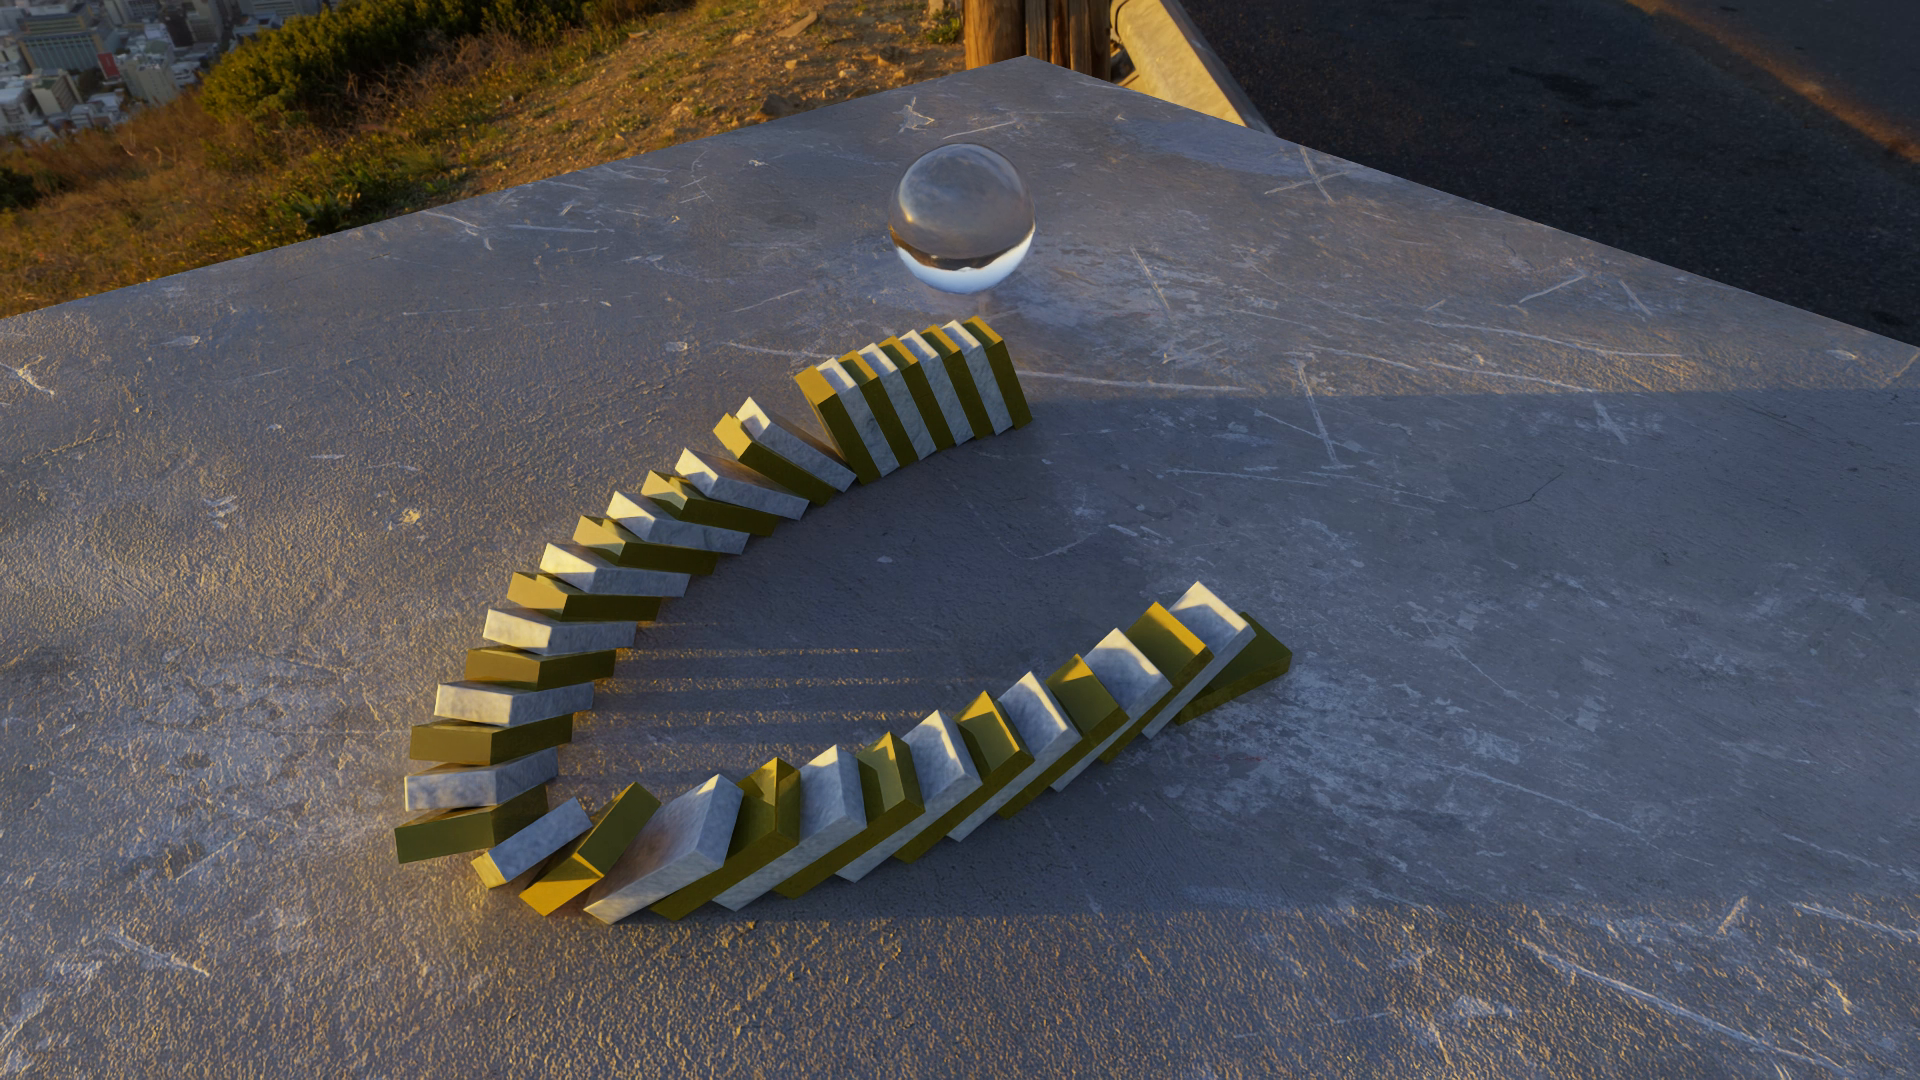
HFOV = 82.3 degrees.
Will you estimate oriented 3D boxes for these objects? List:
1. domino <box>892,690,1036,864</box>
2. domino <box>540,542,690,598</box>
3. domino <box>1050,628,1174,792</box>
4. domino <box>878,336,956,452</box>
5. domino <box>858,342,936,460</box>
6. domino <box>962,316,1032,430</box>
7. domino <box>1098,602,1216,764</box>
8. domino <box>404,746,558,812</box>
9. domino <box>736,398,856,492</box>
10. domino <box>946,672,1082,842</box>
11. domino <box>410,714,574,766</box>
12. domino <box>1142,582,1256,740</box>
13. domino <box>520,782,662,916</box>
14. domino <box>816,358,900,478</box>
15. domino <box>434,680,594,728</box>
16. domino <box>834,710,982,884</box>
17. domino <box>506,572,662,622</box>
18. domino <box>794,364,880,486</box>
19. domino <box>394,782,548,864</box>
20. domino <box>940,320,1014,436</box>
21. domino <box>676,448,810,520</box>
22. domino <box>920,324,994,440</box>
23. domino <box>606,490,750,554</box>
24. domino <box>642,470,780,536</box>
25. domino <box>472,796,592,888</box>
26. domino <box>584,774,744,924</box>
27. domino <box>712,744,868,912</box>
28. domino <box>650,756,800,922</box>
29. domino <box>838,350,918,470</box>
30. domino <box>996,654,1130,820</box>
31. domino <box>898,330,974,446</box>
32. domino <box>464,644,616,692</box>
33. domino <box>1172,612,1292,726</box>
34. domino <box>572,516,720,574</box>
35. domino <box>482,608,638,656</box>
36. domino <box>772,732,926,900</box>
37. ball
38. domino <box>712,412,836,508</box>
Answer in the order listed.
[{"bbox_3d":[-0.004,0.072,0.334,0.050,0.010,0.025,-41,44,7],"label":"domino"},{"bbox_3d":[-0.126,0.012,0.406,0.025,0.009,0.050,22,5,25],"label":"domino"},{"bbox_3d":[0.042,0.055,0.357,0.050,0.010,0.025,-43,48,1],"label":"domino"},{"bbox_3d":[-0.019,-0.065,0.490,0.009,0.050,0.025,-33,46,-6],"label":"domino"},{"bbox_3d":[-0.028,-0.061,0.485,0.009,0.050,0.025,-33,46,-6],"label":"domino"},{"bbox_3d":[0.017,-0.076,0.504,0.009,0.050,0.025,-33,46,-6],"label":"domino"},{"bbox_3d":[0.057,0.047,0.365,0.050,0.010,0.025,-45,48,0],"label":"domino"},{"bbox_3d":[-0.142,0.071,0.331,0.025,0.010,0.050,-4,-3,-1],"label":"domino"},{"bbox_3d":[-0.069,-0.040,0.464,0.010,0.050,0.025,-52,43,7],"label":"domino"},{"bbox_3d":[0.011,0.067,0.340,0.050,0.010,0.025,-41,45,7],"label":"domino"},{"bbox_3d":[-0.145,0.061,0.344,0.025,0.010,0.050,3,-2,7],"label":"domino"},{"bbox_3d":[0.073,0.040,0.372,0.050,0.010,0.025,-45,48,1],"label":"domino"},{"bbox_3d":[-0.104,0.087,0.309,0.010,0.050,0.025,44,44,-9],"label":"domino"},{"bbox_3d":[-0.044,-0.053,0.476,0.009,0.050,0.025,-33,46,-6],"label":"domino"},{"bbox_3d":[-0.143,0.051,0.357,0.025,0.009,0.050,7,-1,10],"label":"domino"},{"bbox_3d":[-0.019,0.076,0.328,0.050,0.010,0.025,-40,42,10],"label":"domino"},{"bbox_3d":[-0.134,0.021,0.395,0.025,0.010,0.050,19,4,23],"label":"domino"},{"bbox_3d":[-0.052,-0.048,0.470,0.010,0.050,0.025,-34,47,-7],"label":"domino"},{"bbox_3d":[-0.140,0.081,0.319,0.025,0.010,0.050,-9,-3,-5],"label":"domino"},{"bbox_3d":[0.007,-0.074,0.501,0.009,0.050,0.025,-33,46,-6],"label":"domino"},{"bbox_3d":[-0.088,-0.022,0.448,0.025,0.010,0.050,36,13,36],"label":"domino"},{"bbox_3d":[-0.002,-0.071,0.498,0.010,0.050,0.025,-33,46,-6],"label":"domino"},{"bbox_3d":[-0.109,-0.006,0.428,0.025,0.010,0.050,30,10,31],"label":"domino"},{"bbox_3d":[-0.099,-0.014,0.438,0.025,0.009,0.050,32,11,33],"label":"domino"},{"bbox_3d":[-0.122,0.086,0.311,0.025,0.050,0.010,-32,90,-33],"label":"domino"},{"bbox_3d":[-0.084,0.088,0.312,0.050,0.009,0.025,-32,30,28],"label":"domino"},{"bbox_3d":[-0.051,0.084,0.319,0.050,0.010,0.025,-35,38,15],"label":"domino"},{"bbox_3d":[-0.067,0.086,0.315,0.050,0.010,0.025,-35,35,20],"label":"domino"},{"bbox_3d":[-0.036,-0.057,0.481,0.009,0.050,0.025,-33,46,-6],"label":"domino"},{"bbox_3d":[0.026,0.062,0.348,0.050,0.009,0.025,-40,46,3],"label":"domino"},{"bbox_3d":[-0.011,-0.068,0.494,0.009,0.050,0.025,-33,46,-6],"label":"domino"},{"bbox_3d":[-0.139,0.041,0.369,0.025,0.010,0.050,8,0,10],"label":"domino"},{"bbox_3d":[0.089,0.045,0.389,0.050,0.010,0.025,-21,44,-23],"label":"domino"},{"bbox_3d":[-0.118,0.002,0.418,0.025,0.009,0.050,26,8,28],"label":"domino"},{"bbox_3d":[-0.137,0.031,0.382,0.025,0.010,0.050,13,2,16],"label":"domino"},{"bbox_3d":[-0.035,0.081,0.323,0.050,0.010,0.025,-36,39,14],"label":"domino"},{"bbox_3d":[0.001,-0.175,0.602,0.080,0.080,0.080,0,39,0],"label":"ball"},{"bbox_3d":[-0.076,-0.033,0.457,0.010,0.050,0.025,-51,48,7],"label":"domino"}]
